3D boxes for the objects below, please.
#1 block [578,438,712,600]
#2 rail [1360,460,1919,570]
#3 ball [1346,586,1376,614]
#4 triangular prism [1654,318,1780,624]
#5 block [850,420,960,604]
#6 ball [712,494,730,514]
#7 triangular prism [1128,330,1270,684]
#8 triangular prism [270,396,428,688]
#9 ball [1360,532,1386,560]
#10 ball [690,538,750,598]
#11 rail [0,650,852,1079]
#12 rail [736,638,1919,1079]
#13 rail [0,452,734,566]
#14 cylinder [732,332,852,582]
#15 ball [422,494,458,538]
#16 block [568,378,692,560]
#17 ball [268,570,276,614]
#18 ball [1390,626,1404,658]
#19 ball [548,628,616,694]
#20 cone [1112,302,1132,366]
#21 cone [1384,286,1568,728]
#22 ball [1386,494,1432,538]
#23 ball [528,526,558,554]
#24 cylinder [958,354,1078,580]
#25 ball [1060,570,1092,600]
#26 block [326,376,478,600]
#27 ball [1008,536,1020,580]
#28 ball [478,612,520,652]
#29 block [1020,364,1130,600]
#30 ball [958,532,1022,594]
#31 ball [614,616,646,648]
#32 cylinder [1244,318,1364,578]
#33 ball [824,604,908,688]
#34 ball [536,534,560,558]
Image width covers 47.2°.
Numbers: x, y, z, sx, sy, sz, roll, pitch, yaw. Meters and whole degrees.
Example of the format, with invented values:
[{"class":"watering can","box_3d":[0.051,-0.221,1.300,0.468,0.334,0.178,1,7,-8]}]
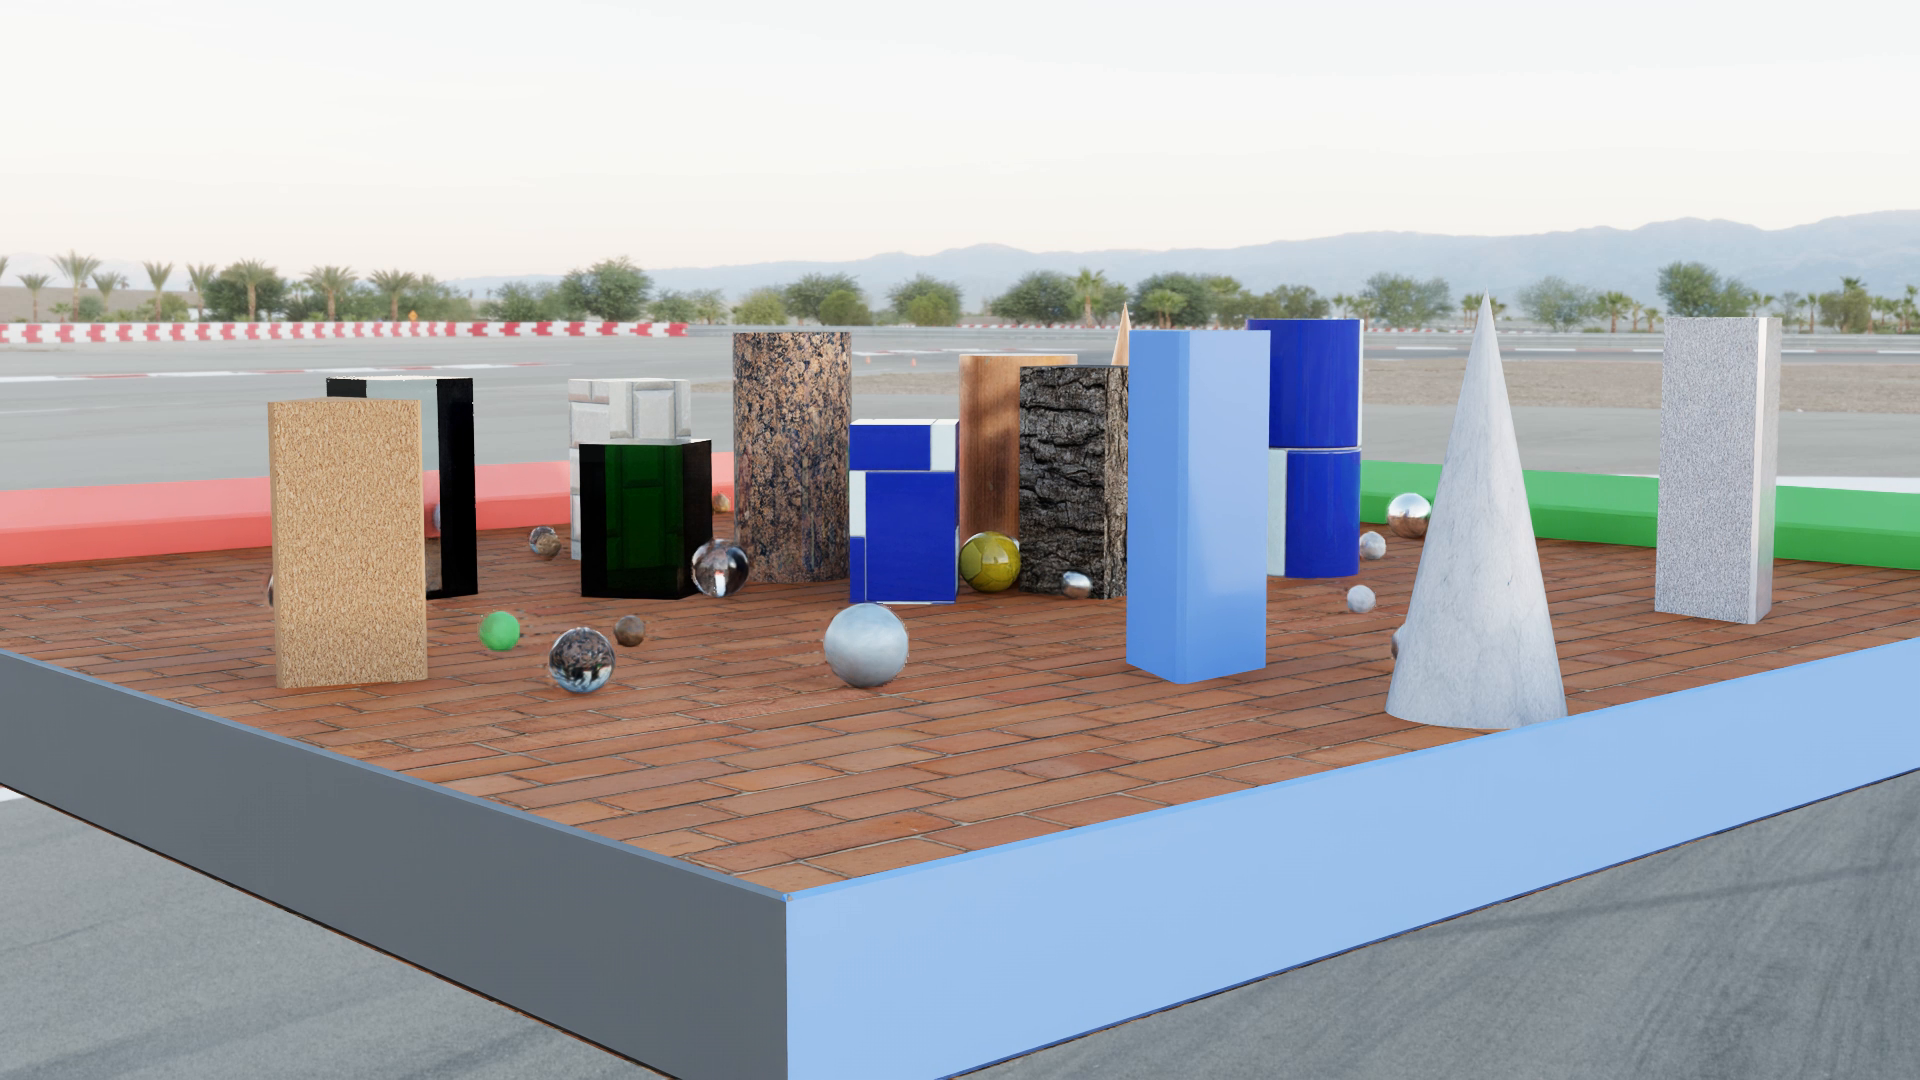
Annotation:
[{"class":"block","box_3d":[-0.495,-0.036,3.481,0.160,0.240,0.160,1,6,13]},{"class":"rail","box_3d":[1.106,-0.072,4.347,0.045,0.130,3.039,-5,8,-42]},{"class":"ball","box_3d":[0.592,0.088,3.243,0.042,0.042,0.042,0,6,0]},{"class":"triangular prism","box_3d":[1.147,-0.108,3.229,0.150,0.435,0.173,-4,7,-33]},{"class":"block","box_3d":[-0.084,-0.047,3.420,0.160,0.274,0.160,0,6,3]},{"class":"ball","box_3d":[-0.529,-0.080,4.847,0.044,0.044,0.044,0,6,0]},{"class":"triangular prism","box_3d":[0.269,-0.049,2.727,0.150,0.421,0.173,5,8,43]},{"class":"triangular prism","box_3d":[-0.757,-0.003,2.691,0.173,0.338,0.150,-3,6,-23]},{"class":"ball","box_3d":[0.739,0.011,3.945,0.051,0.051,0.051,0,6,0]},{"class":"ball","box_3d":[-0.375,0.043,3.433,0.091,0.091,0.091,0,6,0]},{"class":"rail","box_3d":[-1.106,0.139,2.316,0.045,0.130,3.039,-5,8,-42]},{"class":"rail","box_3d":[1.014,0.148,2.238,3.058,0.130,0.045,-5,8,-42]},{"class":"rail","box_3d":[-1.014,-0.080,4.425,3.058,0.130,0.045,-5,8,-42]},{"class":"cylinder","box_3d":[-0.281,-0.144,3.693,0.200,0.410,0.200,0,6,0]},{"class":"ball","box_3d":[-1.031,-0.048,4.328,0.088,0.088,0.088,0,6,0]},{"class":"block","box_3d":[-0.590,-0.125,3.934,0.160,0.323,0.160,-4,7,-36]},{"class":"ball","box_3d":[-0.931,0.073,3.118,0.098,0.098,0.098,0,6,0]},{"class":"ball","box_3d":[0.568,0.132,2.748,0.057,0.057,0.057,0,6,0]},{"class":"ball","box_3d":[-0.441,0.141,2.568,0.077,0.077,0.077,0,6,0]},{"class":"cone","box_3d":[0.299,-0.202,3.995,0.200,0.463,0.200,0,6,0]},{"class":"cone","box_3d":[0.575,-0.044,2.427,0.200,0.474,0.200,0,6,0]},{"class":"ball","box_3d":[0.883,-0.047,4.313,0.090,0.090,0.090,0,6,0]},{"class":"ball","box_3d":[-0.764,0.001,4.032,0.052,0.052,0.052,0,6,0]},{"class":"cylinder","box_3d":[0.098,-0.127,3.720,0.200,0.372,0.200,0,6,0]},{"class":"ball","box_3d":[0.179,0.069,3.403,0.048,0.048,0.048,0,6,0]},{"class":"block","box_3d":[-0.873,-0.083,3.445,0.160,0.341,0.160,5,8,42]},{"class":"ball","box_3d":[0.069,0.033,3.586,0.081,0.081,0.081,0,6,0]},{"class":"ball","box_3d":[-0.603,0.120,2.881,0.053,0.053,0.053,0,6,0]},{"class":"block","box_3d":[0.206,-0.097,3.495,0.160,0.358,0.160,4,7,36]},{"class":"ball","box_3d":[0.047,0.035,3.476,0.099,0.099,0.099,0,6,0]},{"class":"ball","box_3d":[-0.439,0.121,2.922,0.042,0.042,0.042,0,6,0]},{"class":"cylinder","box_3d":[0.584,-0.161,3.755,0.200,0.431,0.200,0,6,0]},{"class":"ball","box_3d":[-0.112,0.125,2.609,0.100,0.100,0.100,0,6,0]},{"class":"ball","box_3d":[-0.743,0.012,3.975,0.042,0.042,0.042,0,6,0]}]
